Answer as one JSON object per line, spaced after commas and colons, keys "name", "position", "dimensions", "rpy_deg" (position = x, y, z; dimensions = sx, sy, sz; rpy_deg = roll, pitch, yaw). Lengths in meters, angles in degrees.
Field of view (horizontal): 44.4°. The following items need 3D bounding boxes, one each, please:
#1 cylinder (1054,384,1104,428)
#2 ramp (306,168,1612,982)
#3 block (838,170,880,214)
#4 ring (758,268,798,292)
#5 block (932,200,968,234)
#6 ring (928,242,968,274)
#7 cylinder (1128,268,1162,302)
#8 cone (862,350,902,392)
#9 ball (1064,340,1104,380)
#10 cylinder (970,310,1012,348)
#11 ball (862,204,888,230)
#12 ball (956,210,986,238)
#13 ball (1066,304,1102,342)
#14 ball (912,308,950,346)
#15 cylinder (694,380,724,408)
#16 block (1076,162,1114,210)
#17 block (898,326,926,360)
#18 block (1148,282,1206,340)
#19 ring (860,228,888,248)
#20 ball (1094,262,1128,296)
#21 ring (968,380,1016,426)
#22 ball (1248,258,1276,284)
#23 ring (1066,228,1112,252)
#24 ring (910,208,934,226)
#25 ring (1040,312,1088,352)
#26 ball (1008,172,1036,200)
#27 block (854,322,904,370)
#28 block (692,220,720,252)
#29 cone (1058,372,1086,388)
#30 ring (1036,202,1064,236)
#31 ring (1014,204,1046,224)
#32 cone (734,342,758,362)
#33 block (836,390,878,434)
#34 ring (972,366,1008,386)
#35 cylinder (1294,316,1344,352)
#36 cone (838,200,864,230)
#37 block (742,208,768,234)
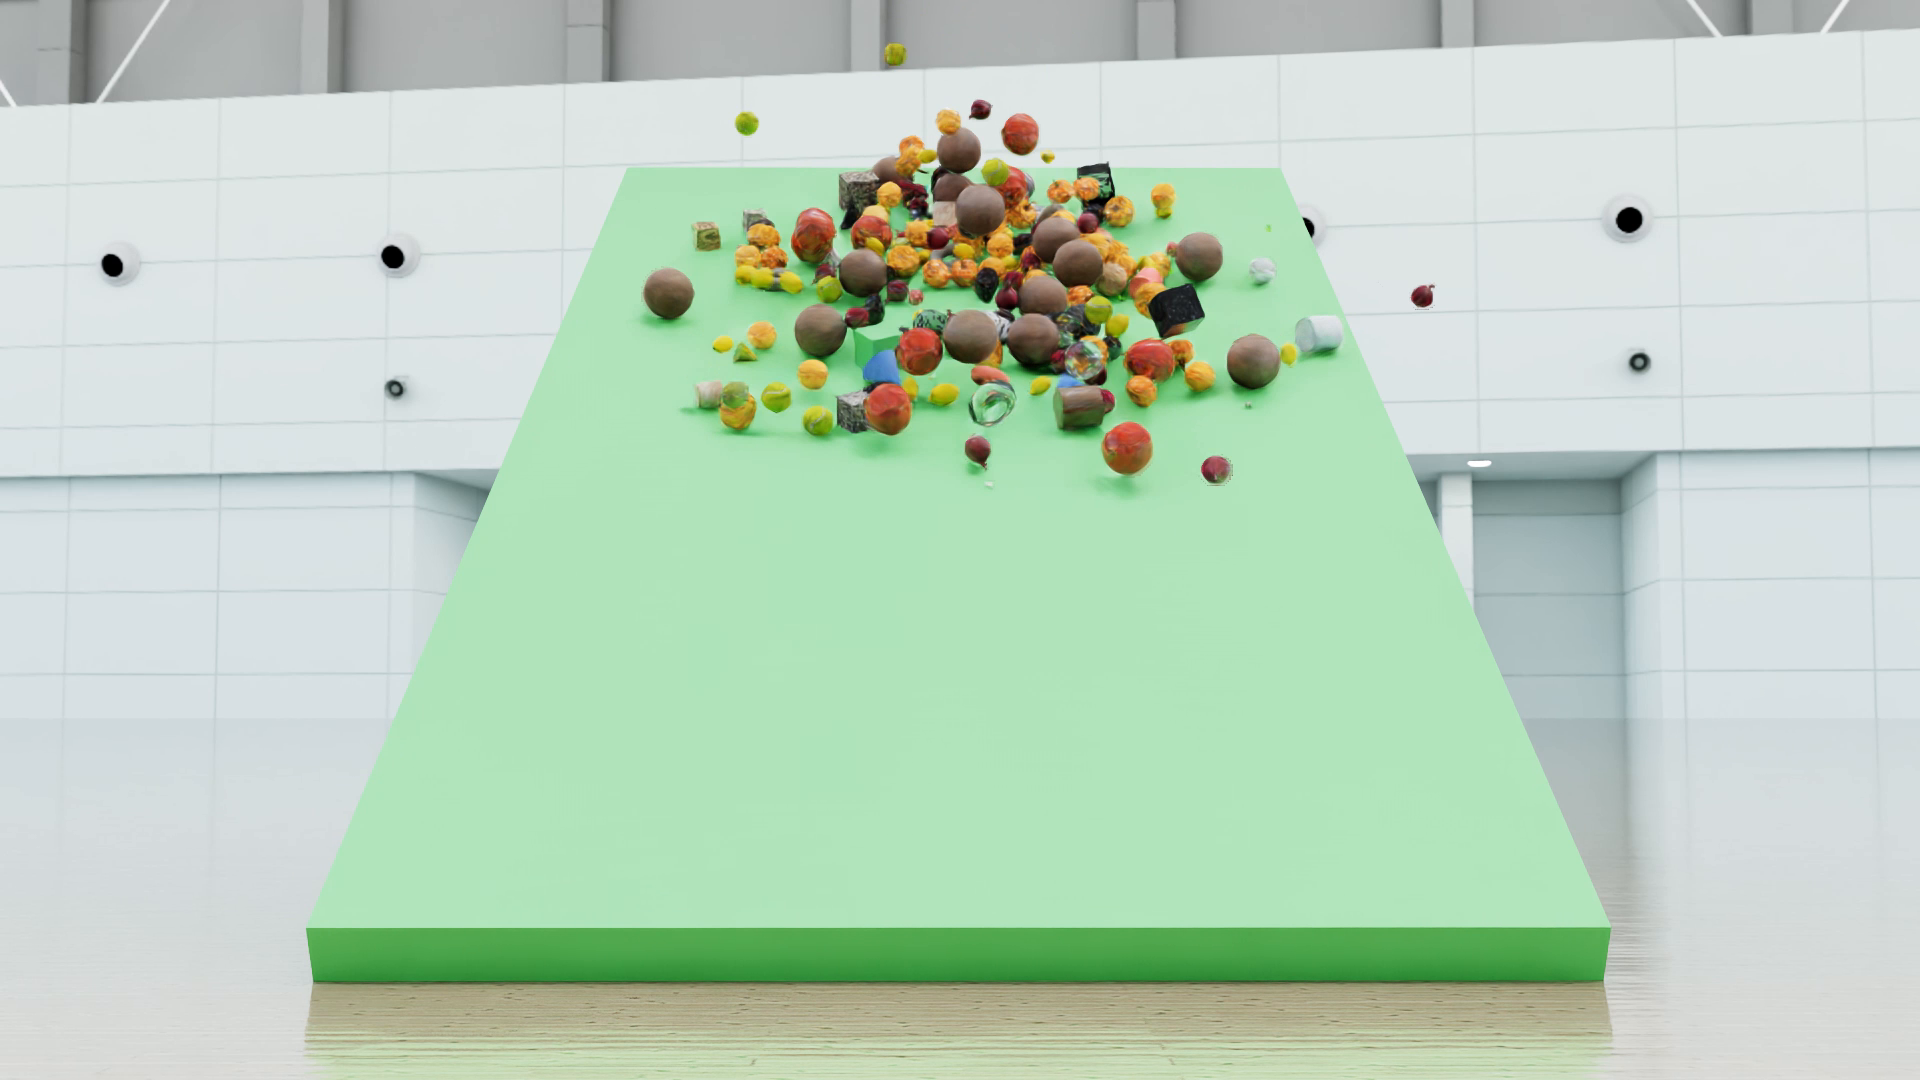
{"name": "cylinder", "position": [0.269, -0.304, 5.353], "dimensions": [0.093, 0.093, 0.093], "rpy_deg": [-6, -3, -12]}
{"name": "ramp", "position": [-0.009, -0.229, 5.426], "dimensions": [2.000, 0.100, 4.000], "rpy_deg": [0, 26, 0]}
{"name": "block", "position": [-0.291, -1.005, 6.806], "dimensions": [0.099, 0.099, 0.099], "rpy_deg": [-7, 27, -15]}
{"name": "ring", "position": [-0.483, -0.688, 6.220], "dimensions": [0.106, 0.035, 0.106], "rpy_deg": [-1, 29, 1]}
{"name": "block", "position": [-0.028, -0.890, 6.478], "dimensions": [0.071, 0.071, 0.071], "rpy_deg": [1, -8, 20]}
{"name": "ring", "position": [-0.031, -0.758, 6.334], "dimensions": [0.106, 0.106, 0.035], "rpy_deg": [-1, -38, 11]}
{"name": "cylinder", "position": [0.483, -0.666, 6.136], "dimensions": [0.071, 0.071, 0.071], "rpy_deg": [-2, 25, 27]}
{"name": "cone", "position": [-0.164, -0.382, 5.577], "dimensions": [0.098, 0.098, 0.098], "rpy_deg": [-32, -25, -17]}
{"name": "ball", "position": [0.287, -0.418, 5.461], "dimensions": [0.092, 0.092, 0.092], "rpy_deg": [0, -4, 0]}
{"name": "cylinder", "position": [0.077, -0.520, 5.797], "dimensions": [0.075, 0.075, 0.075], "rpy_deg": [23, -14, -24]}
{"name": "ball", "position": [-0.238, -0.897, 6.570], "dimensions": [0.077, 0.077, 0.077], "rpy_deg": [0, -4, 0]}
{"name": "ball", "position": [0.031, -0.849, 6.318], "dimensions": [0.079, 0.079, 0.079], "rpy_deg": [0, -4, 0]}
{"name": "ball", "position": [0.302, -0.537, 5.837], "dimensions": [0.099, 0.099, 0.099], "rpy_deg": [0, -4, 0]}
{"name": "ball", "position": [-0.072, -0.525, 5.817], "dimensions": [0.093, 0.093, 0.093], "rpy_deg": [0, -4, 0]}
{"name": "cylinder", "position": [-0.583, -0.338, 5.462], "dimensions": [0.059, 0.059, 0.059], "rpy_deg": [-9, -2, -16]}
{"name": "block", "position": [0.390, -1.020, 6.791], "dimensions": [0.092, 0.092, 0.092], "rpy_deg": [-10, -19, -3]}
{"name": "block", "position": [-0.129, -0.481, 5.747], "dimensions": [0.054, 0.054, 0.054], "rpy_deg": [25, -15, 41]}
{"name": "block", "position": [0.518, -0.547, 5.632], "dimensions": [0.091, 0.091, 0.091], "rpy_deg": [-17, -11, -17]}
{"name": "ring", "position": [-0.237, -0.838, 6.523], "dimensions": [0.081, 0.081, 0.027], "rpy_deg": [1, -46, -18]}
{"name": "ball", "position": [0.394, -0.681, 6.150], "dimensions": [0.089, 0.089, 0.089], "rpy_deg": [0, -4, 0]}
{"name": "ring", "position": [0.072, -0.307, 5.288], "dimensions": [0.119, 0.119, 0.040], "rpy_deg": [4, 35, -41]}
{"name": "ball", "position": [0.802, -0.714, 6.238], "dimensions": [0.072, 0.072, 0.072], "rpy_deg": [0, -4, 0]}
{"name": "ring", "position": [0.360, -0.834, 6.519], "dimensions": [0.128, 0.043, 0.128], "rpy_deg": [0, 26, 0]}
{"name": "ring", "position": [-0.099, -0.918, 6.691], "dimensions": [0.088, 0.029, 0.088], "rpy_deg": [17, 23, -8]}
{"name": "ring", "position": [0.256, -0.508, 5.754], "dimensions": [0.130, 0.043, 0.130], "rpy_deg": [24, -27, 13]}
{"name": "ball", "position": [0.181, -1.040, 6.903], "dimensions": [0.081, 0.081, 0.081], "rpy_deg": [0, -4, 0]}
{"name": "block", "position": [-0.195, -0.463, 5.692], "dimensions": [0.089, 0.089, 0.089], "rpy_deg": [-15, 30, -29]}
{"name": "block", "position": [-0.702, -0.839, 6.501], "dimensions": [0.064, 0.064, 0.064], "rpy_deg": [-9, 27, -18]}
{"name": "cone", "position": [0.278, -0.345, 5.447], "dimensions": [0.083, 0.083, 0.083], "rpy_deg": [6, -1, 25]}
{"name": "ring", "position": [0.251, -0.896, 6.571], "dimensions": [0.035, 0.106, 0.106], "rpy_deg": [38, 7, 16]}
{"name": "ring", "position": [0.209, -0.930, 6.727], "dimensions": [0.110, 0.037, 0.110], "rpy_deg": [1, 26, -1]}
{"name": "cone", "position": [-0.515, -0.448, 5.734], "dimensions": [0.057, 0.057, 0.057], "rpy_deg": [21, -11, -20]}
{"name": "block", "position": [-0.234, -0.292, 5.361], "dimensions": [0.069, 0.069, 0.069], "rpy_deg": [-17, 31, -32]}
{"name": "ring", "position": [0.070, -0.378, 5.496], "dimensions": [0.093, 0.031, 0.093], "rpy_deg": [17, -16, 5]}
{"name": "cylinder", "position": [0.883, -0.508, 5.786], "dimensions": [0.085, 0.085, 0.085], "rpy_deg": [-7, 0, -29]}
{"name": "cone", "position": [-0.302, -0.922, 6.631], "dimensions": [0.085, 0.085, 0.085], "rpy_deg": [-3, 13, 1]}
{"name": "block", "position": [-0.577, -0.898, 6.622], "dimensions": [0.058, 0.058, 0.058], "rpy_deg": [-6, 20, -13]}
